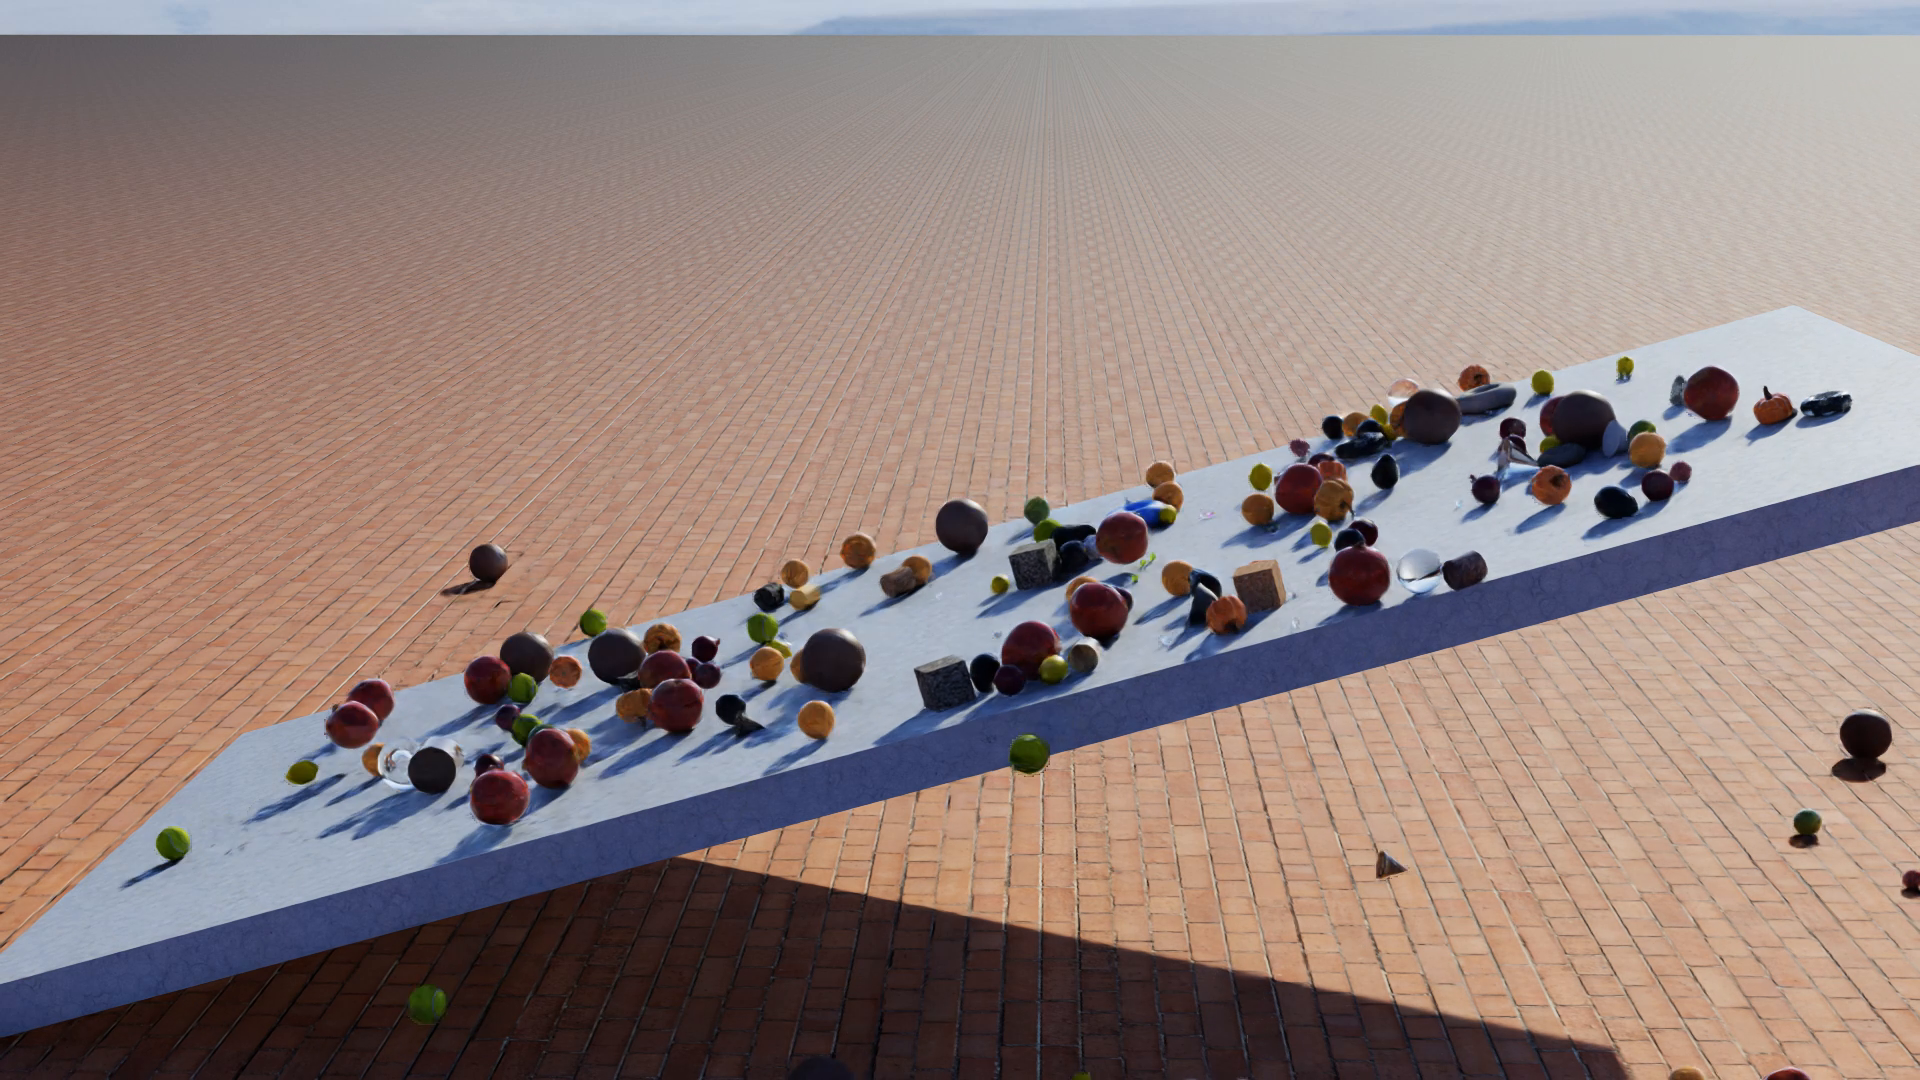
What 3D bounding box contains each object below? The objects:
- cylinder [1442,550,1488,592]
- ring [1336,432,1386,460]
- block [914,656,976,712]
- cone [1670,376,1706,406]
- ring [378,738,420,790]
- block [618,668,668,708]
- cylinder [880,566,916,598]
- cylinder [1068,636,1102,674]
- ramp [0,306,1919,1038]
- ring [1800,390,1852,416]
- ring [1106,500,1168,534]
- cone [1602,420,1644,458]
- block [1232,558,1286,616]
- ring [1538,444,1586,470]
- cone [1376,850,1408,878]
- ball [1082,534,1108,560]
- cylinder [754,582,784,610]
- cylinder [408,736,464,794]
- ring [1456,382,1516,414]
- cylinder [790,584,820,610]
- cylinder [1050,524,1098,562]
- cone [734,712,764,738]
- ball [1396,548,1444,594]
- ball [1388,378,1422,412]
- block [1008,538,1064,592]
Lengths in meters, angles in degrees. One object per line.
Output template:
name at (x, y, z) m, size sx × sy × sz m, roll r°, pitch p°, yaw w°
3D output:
cylinder at (0.904, 0.055, 5.264) m, size 0.056 × 0.056 × 0.056 m, roll -27°, pitch 21°, yaw -21°
ring at (0.929, -0.218, 6.825) m, size 0.122 × 0.041 × 0.122 m, roll -15°, pitch 10°, yaw 3°
block at (-0.028, 0.269, 5.515) m, size 0.079 × 0.079 × 0.079 m, roll -19°, pitch 10°, yaw -16°
cone at (1.576, -0.315, 6.333) m, size 0.067 × 0.067 × 0.067 m, roll 9°, pitch 9°, yaw -10°
ring at (-1.166, 0.469, 6.159) m, size 0.111 × 0.111 × 0.037 m, roll 1°, pitch 4°, yaw 8°
block at (-0.685, 0.319, 6.352) m, size 0.068 × 0.068 × 0.068 m, roll -21°, pitch 11°, yaw -28°
cylinder at (-0.141, 0.097, 6.744) m, size 0.059 × 0.059 × 0.059 m, roll -27°, pitch 23°, yaw -31°
cylinder at (0.233, 0.214, 5.471) m, size 0.055 × 0.055 × 0.055 m, roll 2°, pitch 13°, yaw 10°
ramp at (0.087, 0.188, 6.323) m, size 4.000 × 0.100 × 2.000 m, roll -15°, pitch 10°, yaw 5°
ring at (1.719, -0.271, 5.836) m, size 0.102 × 0.034 × 0.102 m, roll -15°, pitch 9°, yaw 2°
ring at (0.403, -0.054, 6.735) m, size 0.145 × 0.048 × 0.145 m, roll -15°, pitch 10°, yaw 3°
cone at (1.368, -0.202, 6.020) m, size 0.078 × 0.078 × 0.078 m, roll 9°, pitch 8°, yaw -15°
block at (0.567, 0.089, 5.567) m, size 0.076 × 0.076 × 0.076 m, roll -13°, pitch 10°, yaw 17°
ring at (1.240, -0.171, 6.059) m, size 0.101 × 0.034 × 0.101 m, roll -19°, pitch 12°, yaw 4°
cone at (0.757, 0.571, 5.126) m, size 0.052 × 0.052 × 0.052 m, roll 14°, pitch 10°, yaw -5°
ball at (0.298, 0.015, 6.488) m, size 0.057 × 0.057 × 0.057 m, roll 0°, pitch 10°, yaw 0°
cylinder at (-0.458, 0.135, 7.064) m, size 0.054 × 0.054 × 0.054 m, roll 5°, pitch 19°, yaw 25°
cylinder at (-1.084, 0.464, 6.082) m, size 0.099 × 0.099 × 0.099 m, roll 0°, pitch 10°, yaw -1°
ring at (1.242, -0.334, 6.945) m, size 0.146 × 0.049 × 0.146 m, roll -17°, pitch 9°, yaw 3°
cylinder at (-0.365, 0.135, 6.912) m, size 0.052 × 0.052 × 0.052 m, roll 7°, pitch 15°, yaw 34°
cylinder at (0.254, 0.007, 6.541) m, size 0.080 × 0.080 × 0.080 m, roll -8°, pitch 3°, yaw -36°
cone at (-0.408, 0.365, 5.764) m, size 0.054 × 0.054 × 0.054 m, roll 9°, pitch 7°, yaw -18°
ball at (0.829, 0.056, 5.300) m, size 0.083 × 0.083 × 0.083 m, roll 0°, pitch 10°, yaw 0°
ball at (1.093, -0.356, 7.230) m, size 0.085 × 0.085 × 0.085 m, roll 0°, pitch 10°, yaw 0°
block at (0.166, 0.054, 6.408) m, size 0.082 × 0.082 × 0.082 m, roll -13°, pitch 10°, yaw 21°
